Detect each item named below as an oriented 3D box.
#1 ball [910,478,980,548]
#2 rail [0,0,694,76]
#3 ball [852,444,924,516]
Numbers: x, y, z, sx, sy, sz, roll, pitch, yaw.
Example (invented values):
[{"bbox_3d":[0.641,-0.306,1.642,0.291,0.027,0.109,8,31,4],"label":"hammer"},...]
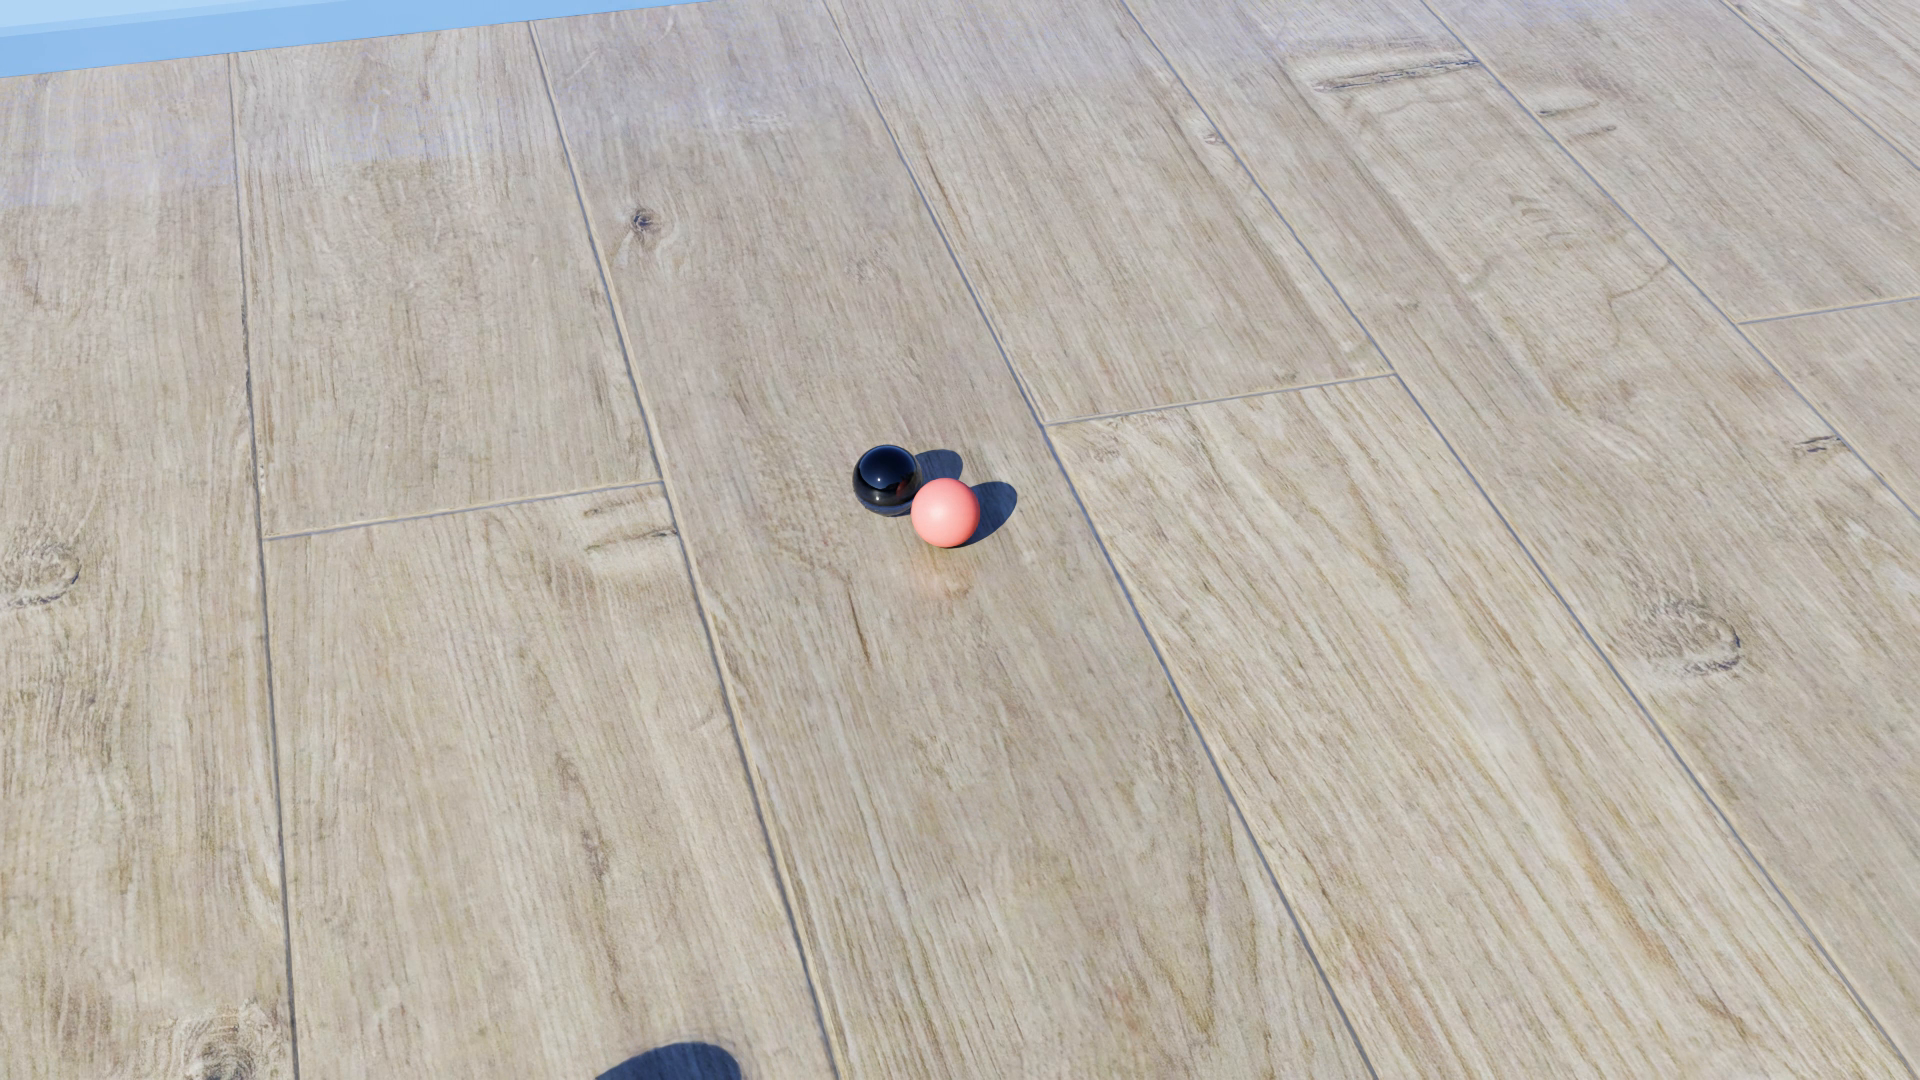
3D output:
[{"bbox_3d":[-0.009,-0.017,1.567,0.043,0.043,0.043,0,36,0],"label":"ball"},{"bbox_3d":[0.547,-0.617,2.321,3.125,0.115,0.045,-9,37,-12],"label":"rail"},{"bbox_3d":[-0.045,-0.037,1.593,0.045,0.045,0.045,0,36,0],"label":"ball"}]
